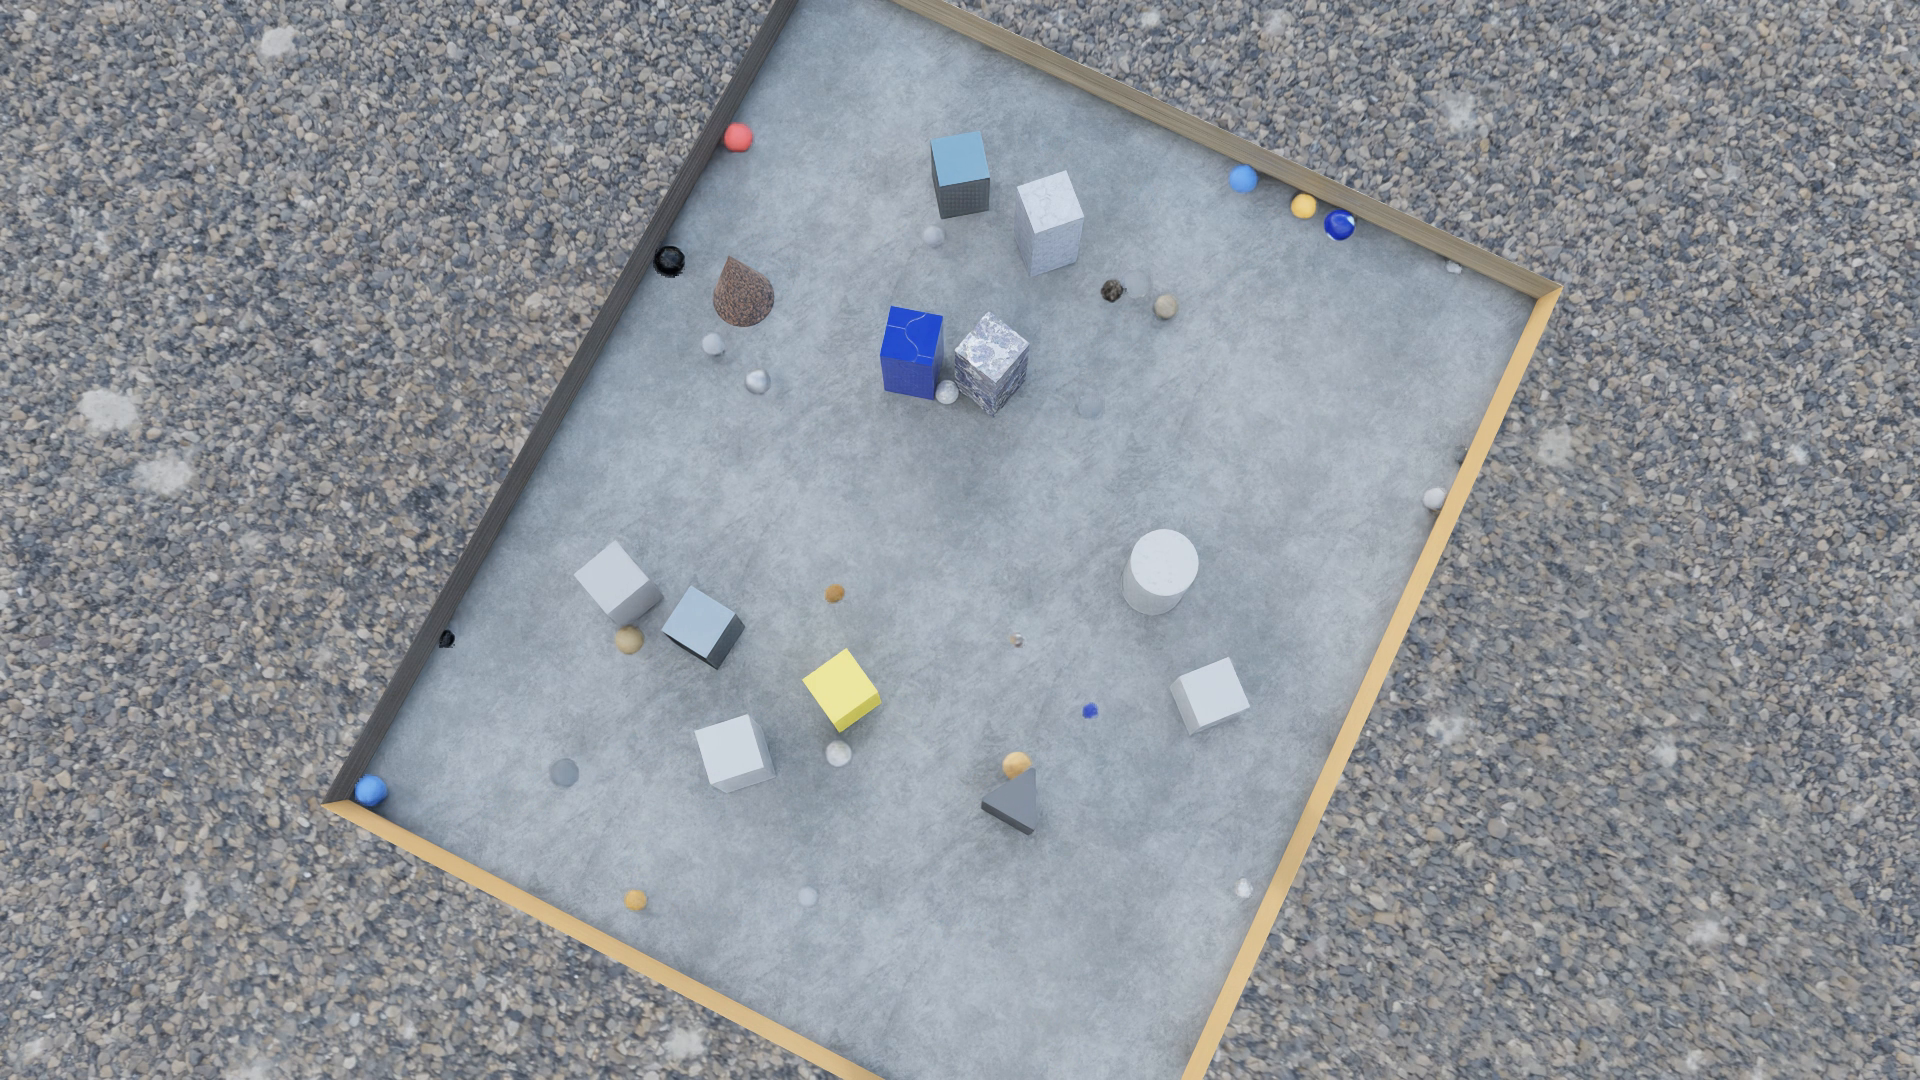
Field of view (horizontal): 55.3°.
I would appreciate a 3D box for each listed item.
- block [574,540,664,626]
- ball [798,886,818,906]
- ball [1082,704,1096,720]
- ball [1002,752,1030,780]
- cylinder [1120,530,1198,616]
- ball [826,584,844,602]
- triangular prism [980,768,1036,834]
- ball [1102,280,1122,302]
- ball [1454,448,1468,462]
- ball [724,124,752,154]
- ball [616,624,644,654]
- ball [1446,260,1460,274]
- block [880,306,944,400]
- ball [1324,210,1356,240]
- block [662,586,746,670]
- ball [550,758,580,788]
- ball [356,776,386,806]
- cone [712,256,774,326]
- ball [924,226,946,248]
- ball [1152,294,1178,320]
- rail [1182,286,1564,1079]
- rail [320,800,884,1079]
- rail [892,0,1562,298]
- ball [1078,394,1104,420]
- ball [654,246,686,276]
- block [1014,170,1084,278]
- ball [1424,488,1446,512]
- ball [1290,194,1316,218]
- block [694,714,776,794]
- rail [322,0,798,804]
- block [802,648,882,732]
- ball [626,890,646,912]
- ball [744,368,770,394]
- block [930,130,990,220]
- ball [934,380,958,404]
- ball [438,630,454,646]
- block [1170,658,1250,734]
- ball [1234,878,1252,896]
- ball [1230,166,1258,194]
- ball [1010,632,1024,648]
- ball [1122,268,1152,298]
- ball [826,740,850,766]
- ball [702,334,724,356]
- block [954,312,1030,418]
[{"bbox_3d":[-1.010,0.136,5.445,0.156,0.282,0.156,-40,81,-8],"label":"block"},{"bbox_3d":[-0.446,1.043,5.371,0.058,0.058,0.058,0,78,0],"label":"ball"},{"bbox_3d":[0.387,0.515,5.487,0.045,0.045,0.045,0,78,0],"label":"ball"},{"bbox_3d":[0.168,0.671,5.434,0.085,0.085,0.085,0,78,0],"label":"ball"},{"bbox_3d":[0.587,0.099,5.422,0.195,0.341,0.195,0,78,0],"label":"cylinder"},{"bbox_3d":[-0.378,0.161,5.555,0.056,0.056,0.056,0,78,0],"label":"ball"},{"bbox_3d":[0.170,0.735,5.272,0.169,0.376,0.146,29,80,6],"label":"triangular prism"},{"bbox_3d":[0.476,-0.780,5.744,0.066,0.066,0.066,0,78,0],"label":"ball"},{"bbox_3d":[1.550,-0.262,5.646,0.049,0.049,0.049,0,78,0],"label":"ball"},{"bbox_3d":[-0.708,-1.278,5.835,0.091,0.091,0.091,0,78,0],"label":"ball"},{"bbox_3d":[-0.992,0.299,5.510,0.087,0.087,0.087,0,78,0],"label":"ball"},{"bbox_3d":[1.554,-0.861,5.774,0.041,0.041,0.041,0,78,0],"label":"ball"},{"bbox_3d":[-0.142,-0.562,5.547,0.156,0.363,0.156,11,79,2],"label":"block"},{"bbox_3d":[1.196,-0.991,5.772,0.097,0.097,0.097,0,78,0],"label":"ball"},{"bbox_3d":[-0.758,0.262,5.431,0.156,0.258,0.156,31,80,6],"label":"block"},{"bbox_3d":[-1.171,0.691,5.429,0.086,0.086,0.086,0,78,0],"label":"ball"},{"bbox_3d":[-1.741,0.742,5.418,0.089,0.089,0.089,0,78,0],"label":"ball"},{"bbox_3d":[-0.682,-0.802,5.591,0.195,0.374,0.195,0,78,0],"label":"cone"},{"bbox_3d":[-0.080,-0.956,5.780,0.067,0.067,0.067,0,78,0],"label":"ball"},{"bbox_3d":[0.642,-0.727,5.728,0.077,0.077,0.077,0,78,0],"label":"ball"},{"bbox_3d":[1.151,0.570,5.433,0.045,0.127,3.085,26,80,5],"label":"rail"},{"bbox_3d":[-0.679,1.337,5.274,2.621,0.127,0.045,26,80,5],"label":"rail"},{"bbox_3d":[0.679,-1.324,5.825,2.621,0.127,0.045,26,80,5],"label":"rail"},{"bbox_3d":[0.403,-0.412,5.661,0.080,0.080,0.080,0,78,0],"label":"ball"},{"bbox_3d":[-0.911,-0.876,5.750,0.095,0.095,0.095,0,78,0],"label":"ball"},{"bbox_3d":[0.269,-0.965,5.623,0.156,0.379,0.156,-19,79,-4],"label":"block"},{"bbox_3d":[1.454,-0.122,5.606,0.071,0.071,0.071,0,78,0],"label":"ball"},{"bbox_3d":[1.085,-1.056,5.795,0.078,0.078,0.078,0,78,0],"label":"ball"},{"bbox_3d":[-0.645,0.621,5.302,0.156,0.364,0.156,-18,79,-4],"label":"block"},{"bbox_3d":[-1.151,-0.557,5.666,0.045,0.127,3.085,26,80,5],"label":"rail"},{"bbox_3d":[-0.344,0.445,5.386,0.156,0.271,0.156,-35,81,-7],"label":"block"},{"bbox_3d":[-0.949,1.055,5.367,0.061,0.061,0.061,0,78,0],"label":"ball"},{"bbox_3d":[-0.627,-0.491,5.676,0.082,0.082,0.082,0,78,0],"label":"ball"},{"bbox_3d":[0.000,-1.135,5.715,0.156,0.268,0.156,-11,79,-2],"label":"block"},{"bbox_3d":[-0.041,-0.458,5.673,0.075,0.075,0.075,0,78,0],"label":"ball"},{"bbox_3d":[-1.551,0.296,5.529,0.051,0.051,0.051,0,78,0],"label":"ball"},{"bbox_3d":[0.733,0.462,5.394,0.156,0.249,0.156,-21,79,-4],"label":"block"},{"bbox_3d":[0.831,1.021,5.379,0.051,0.051,0.051,0,78,0],"label":"ball"},{"bbox_3d":[0.899,-1.143,5.808,0.088,0.088,0.088,0,78,0],"label":"ball"},{"bbox_3d":[0.172,0.301,5.532,0.044,0.044,0.044,0,78,0],"label":"ball"},{"bbox_3d":[0.552,-0.803,5.736,0.092,0.092,0.092,0,78,0],"label":"ball"},{"bbox_3d":[-0.362,0.633,5.447,0.075,0.075,0.075,0,78,0],"label":"ball"},{"bbox_3d":[-0.767,-0.609,5.708,0.068,0.068,0.068,0,78,0],"label":"ball"},{"bbox_3d":[0.094,-0.525,5.531,0.156,0.380,0.156,39,81,7],"label":"block"}]
